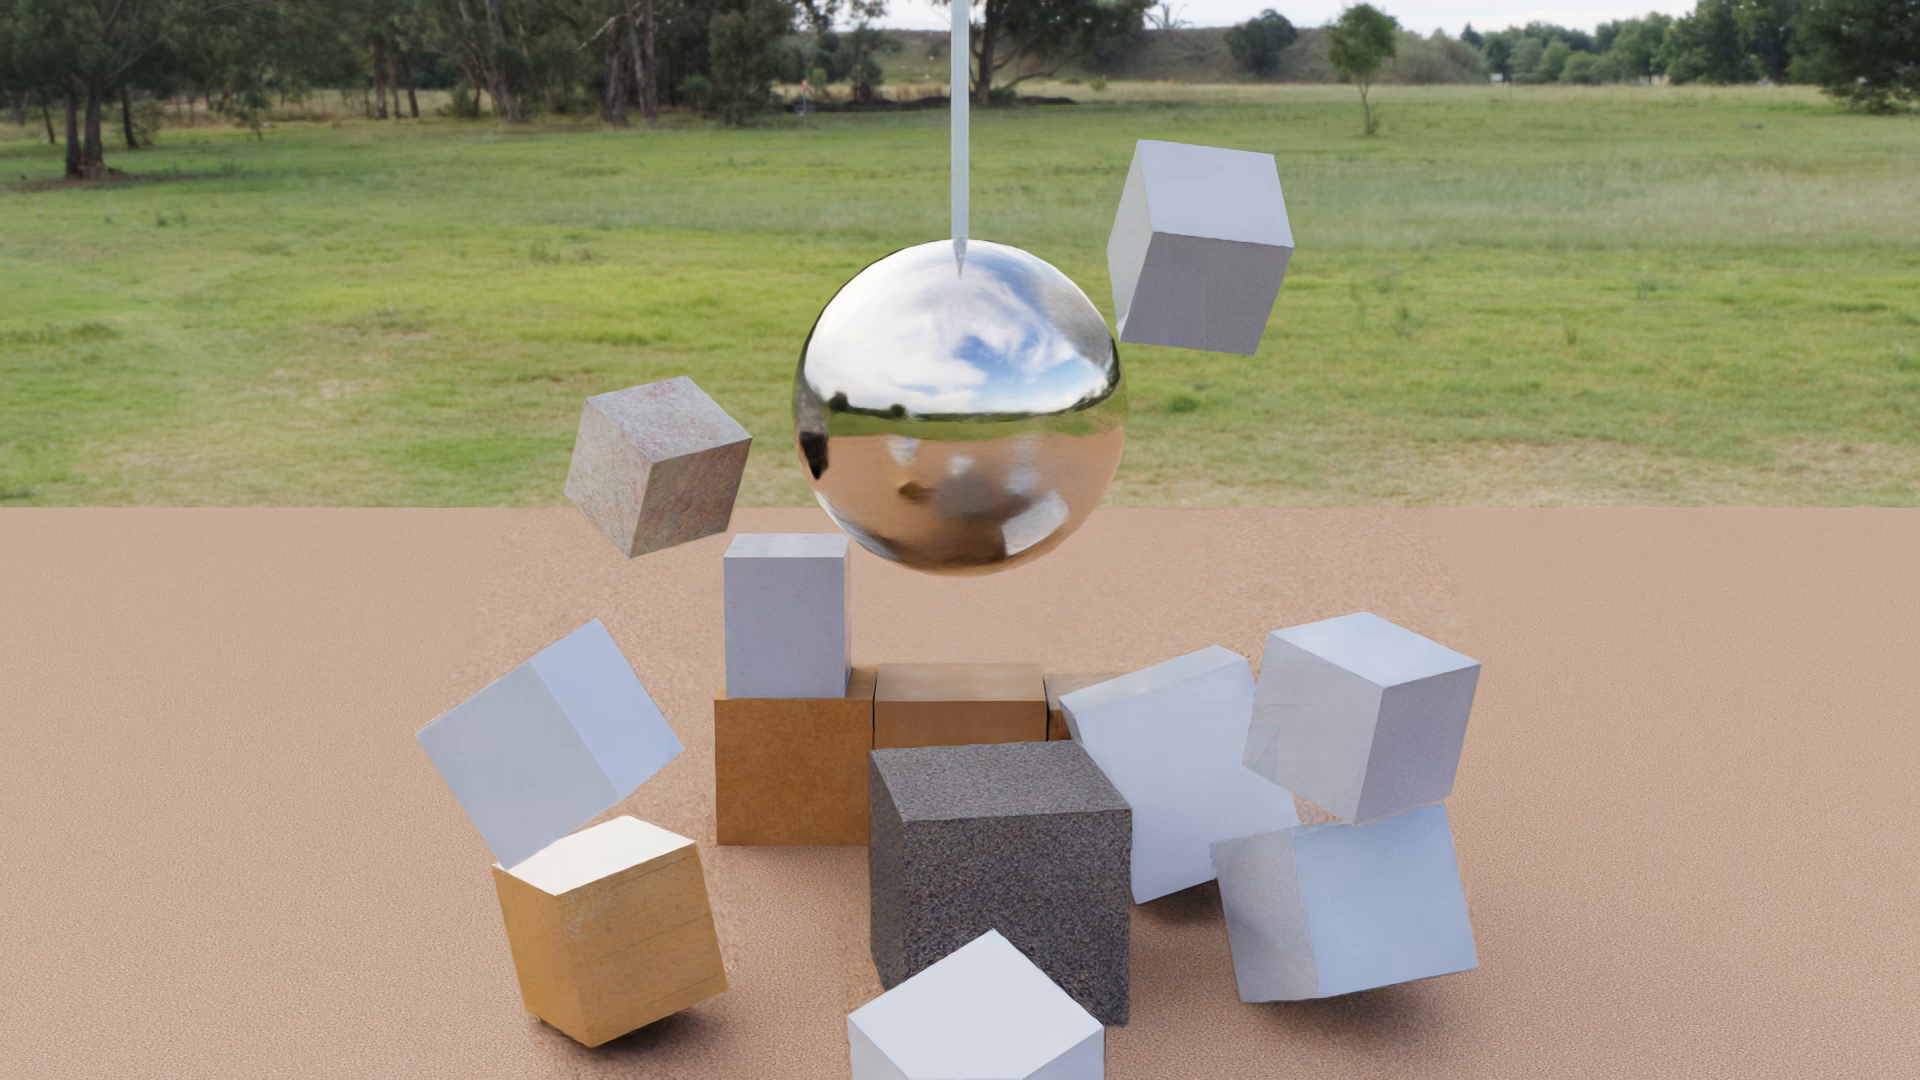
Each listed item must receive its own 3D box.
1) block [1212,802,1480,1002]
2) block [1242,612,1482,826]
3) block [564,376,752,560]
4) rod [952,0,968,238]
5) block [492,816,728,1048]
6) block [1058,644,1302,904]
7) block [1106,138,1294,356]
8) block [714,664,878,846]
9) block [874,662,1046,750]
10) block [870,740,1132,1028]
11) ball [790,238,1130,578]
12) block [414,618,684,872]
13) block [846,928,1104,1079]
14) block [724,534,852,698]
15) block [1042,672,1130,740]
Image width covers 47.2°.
[{"bbox_3d":[1.543,1.473,8.902,0.708,0.655,0.699,-6,-10,-21],"label":"block"},{"bbox_3d":[1.554,0.680,8.541,0.603,0.568,0.572,-9,25,-41],"label":"block"},{"bbox_3d":[-1.443,-0.355,10.507,0.593,0.566,0.539,-18,49,-42],"label":"block"},{"bbox_3d":[0.000,-4.010,10.150,0.080,5.200,0.080,0,4,0],"label":"rod"},{"bbox_3d":[-1.395,1.541,8.756,0.609,0.627,0.627,-18,13,-32],"label":"block"},{"bbox_3d":[1.019,1.071,10.269,0.816,0.896,0.849,-18,2,-2],"label":"block"},{"bbox_3d":[1.106,-1.364,10.274,0.653,0.666,0.673,5,47,-9],"label":"block"},{"bbox_3d":[-0.830,1.101,11.398,0.792,0.755,0.756,0,10,0],"label":"block"},{"bbox_3d":[-0.001,1.103,11.347,0.853,0.770,0.815,0,10,-1],"label":"block"},{"bbox_3d":[0.142,1.424,9.102,0.910,0.917,0.942,-2,12,-10],"label":"block"},{"bbox_3d":[0.000,-0.617,10.372,1.600,1.600,1.600,0,10,0],"label":"ball"},{"bbox_3d":[-1.517,0.754,8.200,0.565,0.604,0.605,-32,3,19],"label":"block"},{"bbox_3d":[0.059,1.787,7.202,0.604,0.614,0.562,-26,41,-29],"label":"block"},{"bbox_3d":[-0.873,0.378,11.264,0.596,0.717,0.663,0,10,0],"label":"block"},{"bbox_3d":[0.836,1.127,11.376,0.787,0.713,0.774,0,10,0],"label":"block"}]
